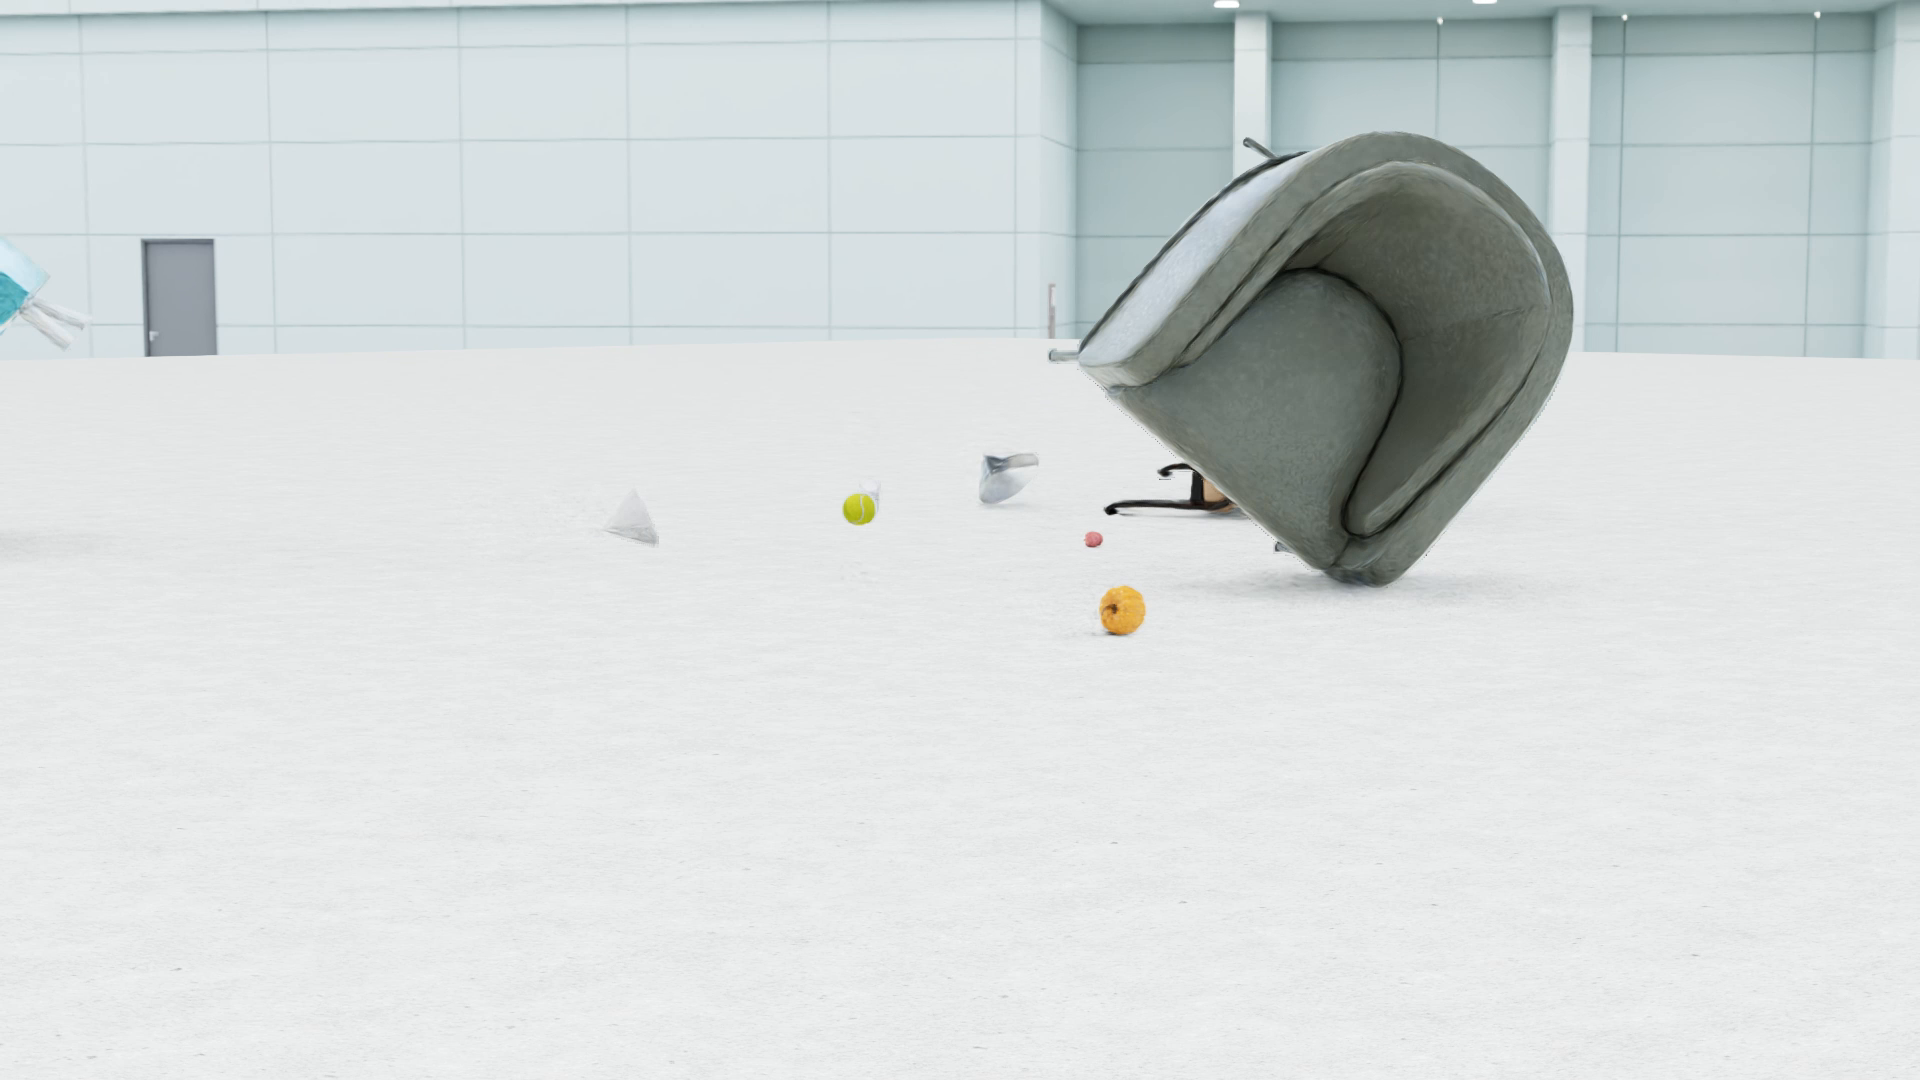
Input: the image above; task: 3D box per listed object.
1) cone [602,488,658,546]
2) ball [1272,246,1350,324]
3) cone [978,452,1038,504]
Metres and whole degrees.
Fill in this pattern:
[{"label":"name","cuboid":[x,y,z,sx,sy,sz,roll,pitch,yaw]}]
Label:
[{"label":"cone","cuboid":[-0.798,-0.038,6.069,0.107,0.116,0.176,-19,47,-17]},{"label":"ball","cuboid":[0.939,-0.682,6.865,0.204,0.204,0.204,0,6,0]},{"label":"cone","cuboid":[0.103,-0.213,7.401,0.112,0.188,0.282,44,23,23]}]
